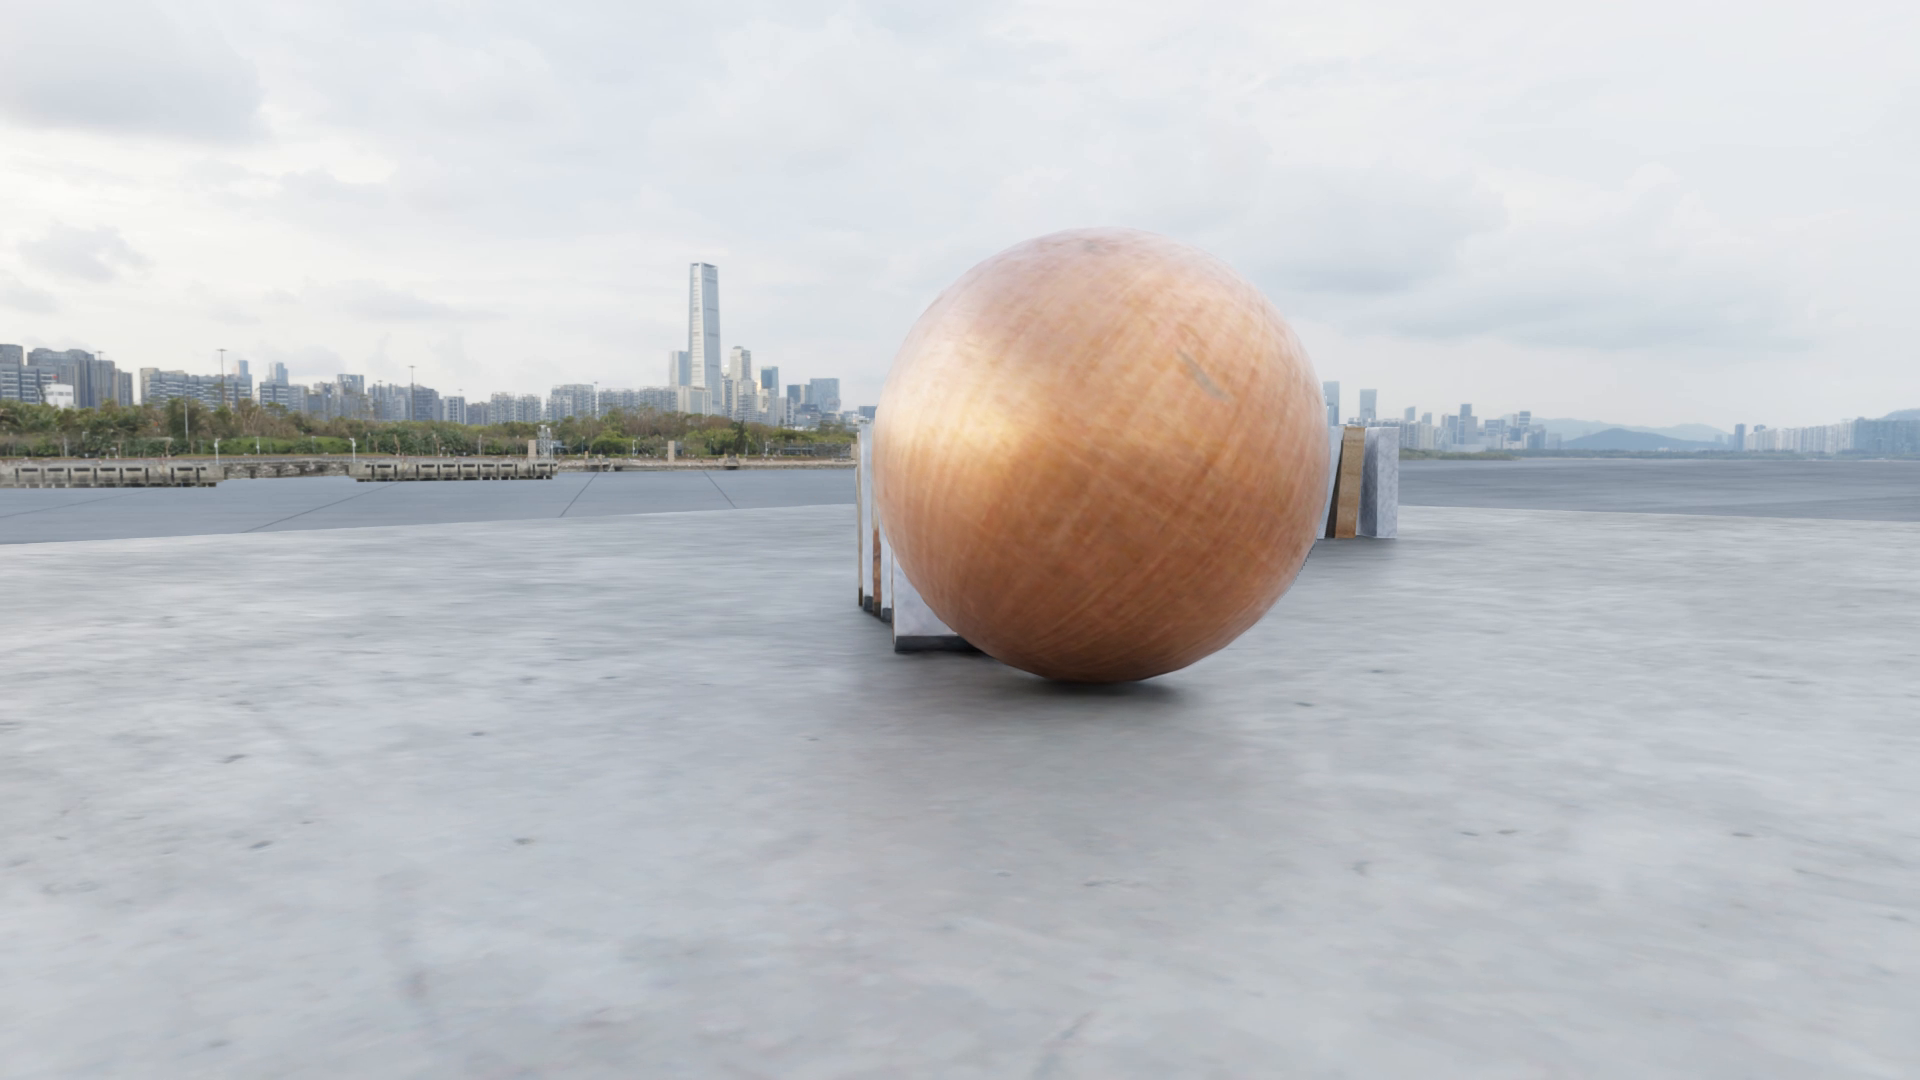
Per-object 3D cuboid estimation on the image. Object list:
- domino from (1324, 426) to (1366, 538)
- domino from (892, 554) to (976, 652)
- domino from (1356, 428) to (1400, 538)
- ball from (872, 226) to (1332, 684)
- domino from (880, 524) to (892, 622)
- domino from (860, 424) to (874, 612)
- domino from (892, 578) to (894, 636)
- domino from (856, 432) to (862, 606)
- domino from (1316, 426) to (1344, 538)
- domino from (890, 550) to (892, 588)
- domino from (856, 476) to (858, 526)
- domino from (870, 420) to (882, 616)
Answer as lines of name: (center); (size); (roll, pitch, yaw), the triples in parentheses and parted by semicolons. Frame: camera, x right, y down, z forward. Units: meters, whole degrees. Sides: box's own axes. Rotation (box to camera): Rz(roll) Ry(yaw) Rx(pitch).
domino: (0.174, -0.027, 0.590); (0.010, 0.050, 0.025); (4, 4, -8)
domino: (-0.002, -0.002, 0.270); (0.025, 0.050, 0.010); (0, -25, -5)
domino: (0.192, -0.027, 0.592); (0.010, 0.050, 0.025); (-1, 4, -7)
ball: (0.024, -0.015, 0.228); (0.080, 0.080, 0.080); (0, 4, 0)
domino: (-0.007, -0.005, 0.313); (0.025, 0.050, 0.009); (0, -25, -5)
domino: (-0.013, -0.007, 0.335); (0.025, 0.050, 0.010); (0, -26, -5)
domino: (-0.002, -0.003, 0.281); (0.025, 0.050, 0.009); (0, -25, -5)
domino: (-0.015, -0.006, 0.348); (0.025, 0.050, 0.009); (0, -32, -5)
domino: (0.162, -0.027, 0.589); (0.010, 0.050, 0.025); (10, 3, -9)
domino: (-0.004, -0.004, 0.302); (0.025, 0.050, 0.009); (0, -25, -5)
domino: (-0.017, -0.003, 0.367); (0.025, 0.009, 0.050); (-1, 38, -5)
domino: (-0.010, -0.006, 0.324); (0.025, 0.050, 0.009); (0, -25, -5)
